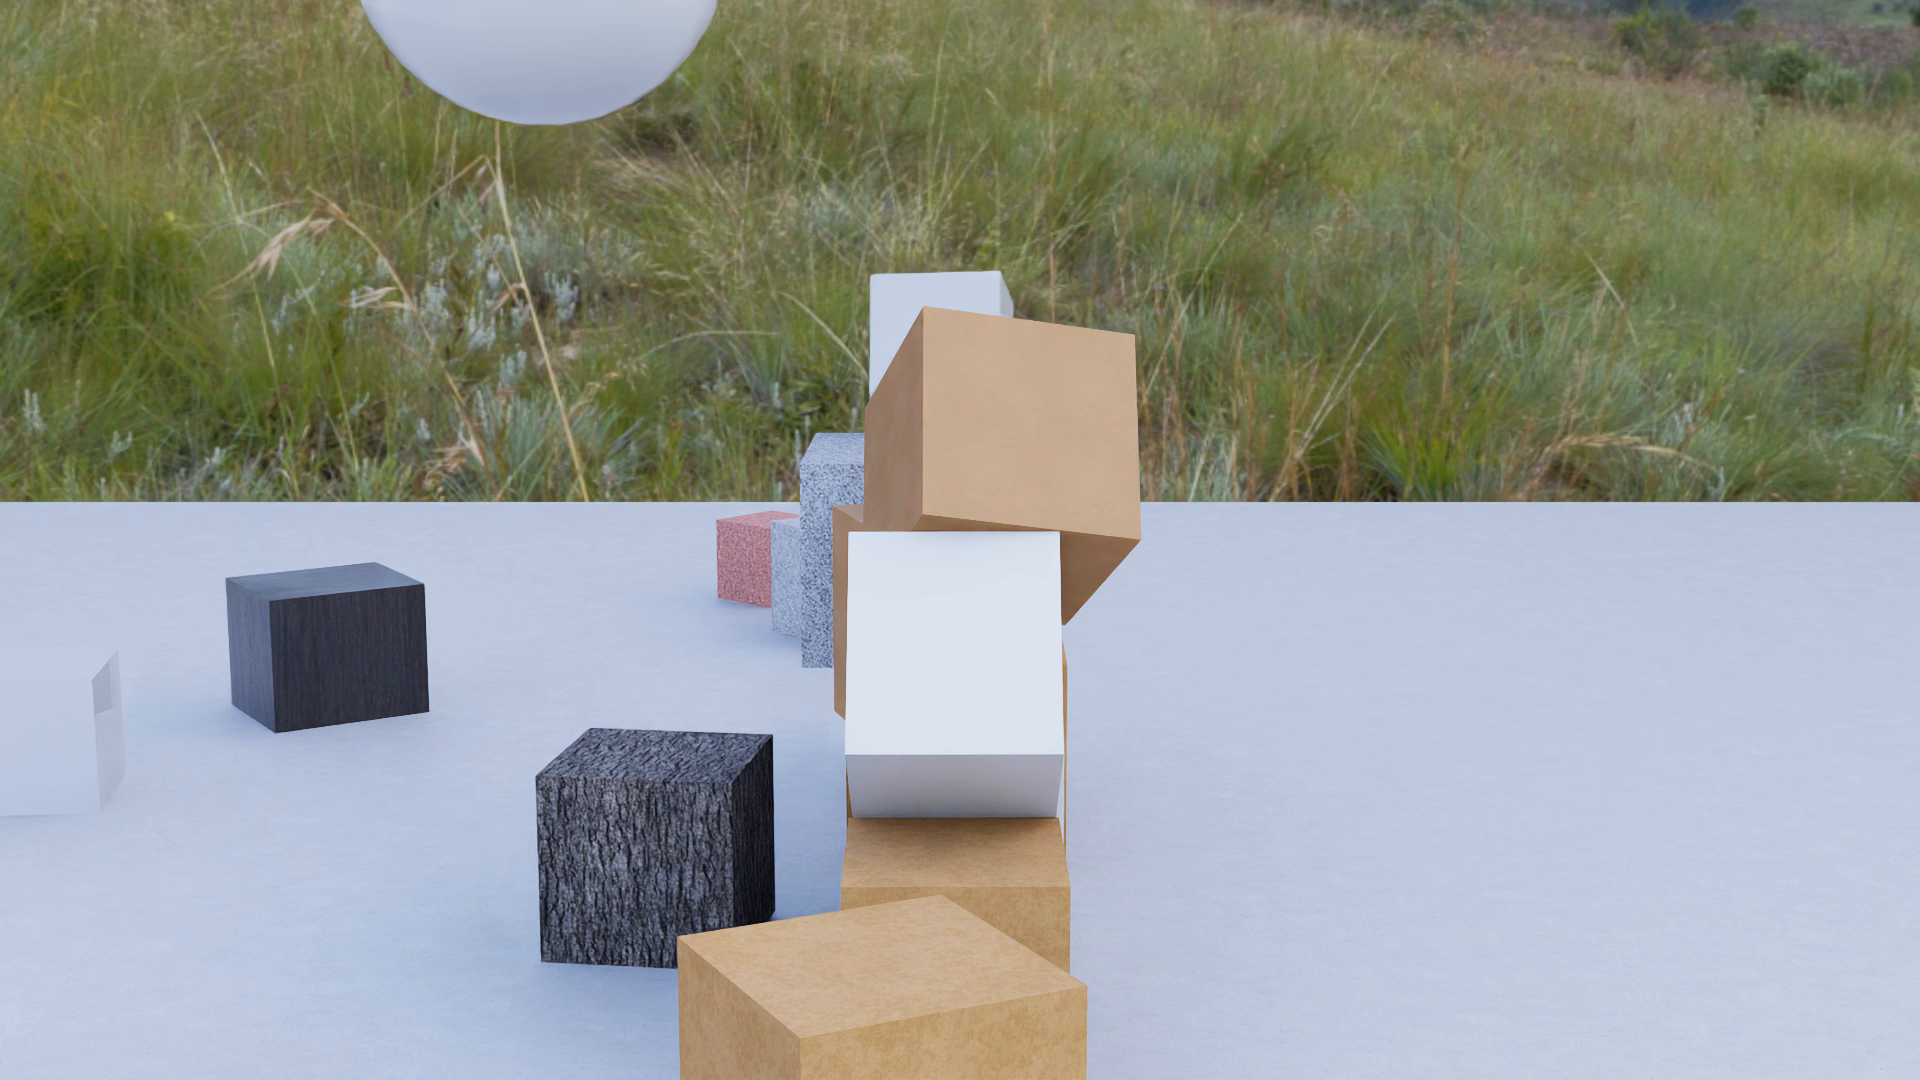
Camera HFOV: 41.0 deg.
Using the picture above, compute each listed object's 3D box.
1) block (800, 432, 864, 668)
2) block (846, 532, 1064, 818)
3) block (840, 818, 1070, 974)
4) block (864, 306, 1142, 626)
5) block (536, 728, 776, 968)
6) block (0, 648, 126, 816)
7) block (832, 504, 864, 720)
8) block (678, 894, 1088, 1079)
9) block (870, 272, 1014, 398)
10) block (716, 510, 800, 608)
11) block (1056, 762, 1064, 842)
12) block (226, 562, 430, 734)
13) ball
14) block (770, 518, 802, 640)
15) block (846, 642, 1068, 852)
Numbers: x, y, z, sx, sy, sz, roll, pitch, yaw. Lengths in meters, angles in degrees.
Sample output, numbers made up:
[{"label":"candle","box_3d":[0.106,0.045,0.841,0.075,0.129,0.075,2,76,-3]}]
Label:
[{"label":"block","box_3d":[-0.233,0.029,11.496,0.886,0.892,0.972,0,10,1]},{"label":"block","box_3d":[-0.021,0.524,9.456,0.760,0.845,0.835,0,-24,0]},{"label":"block","box_3d":[-0.019,1.488,9.231,0.785,0.769,0.828,0,10,-1]},{"label":"block","box_3d":[0.140,-0.263,9.760,0.824,0.841,0.877,7,-24,-15]},{"label":"block","box_3d":[-1.231,1.253,10.520,0.792,0.771,0.765,1,10,8]},{"label":"block","box_3d":[-4.580,0.937,12.583,0.792,0.654,0.700,-1,10,-8]},{"label":"block","box_3d":[-0.070,0.334,10.569,0.730,0.883,0.755,-3,11,-18]},{"label":"block","box_3d":[-0.244,1.696,7.605,0.891,0.942,0.929,-5,12,-27]},{"label":"block","box_3d":[-0.078,-0.835,11.955,0.597,0.688,0.621,-1,-8,7]},{"label":"block","box_3d":[-1.272,0.125,17.383,0.532,0.536,0.524,9,14,42]},{"label":"block","box_3d":[0.003,1.165,10.815,0.837,0.839,0.822,0,10,0]},{"label":"block","box_3d":[-3.530,0.585,14.313,0.874,0.729,0.764,-7,12,-32]},{"label":"ball","box_3d":[-1.757,-2.540,10.719,1.600,1.600,1.600,0,10,0]},{"label":"block","box_3d":[-0.742,0.240,16.266,0.648,0.709,0.669,-7,13,-36]},{"label":"block","box_3d":[-0.016,0.933,11.725,0.965,0.969,1.007,0,10,0]}]
